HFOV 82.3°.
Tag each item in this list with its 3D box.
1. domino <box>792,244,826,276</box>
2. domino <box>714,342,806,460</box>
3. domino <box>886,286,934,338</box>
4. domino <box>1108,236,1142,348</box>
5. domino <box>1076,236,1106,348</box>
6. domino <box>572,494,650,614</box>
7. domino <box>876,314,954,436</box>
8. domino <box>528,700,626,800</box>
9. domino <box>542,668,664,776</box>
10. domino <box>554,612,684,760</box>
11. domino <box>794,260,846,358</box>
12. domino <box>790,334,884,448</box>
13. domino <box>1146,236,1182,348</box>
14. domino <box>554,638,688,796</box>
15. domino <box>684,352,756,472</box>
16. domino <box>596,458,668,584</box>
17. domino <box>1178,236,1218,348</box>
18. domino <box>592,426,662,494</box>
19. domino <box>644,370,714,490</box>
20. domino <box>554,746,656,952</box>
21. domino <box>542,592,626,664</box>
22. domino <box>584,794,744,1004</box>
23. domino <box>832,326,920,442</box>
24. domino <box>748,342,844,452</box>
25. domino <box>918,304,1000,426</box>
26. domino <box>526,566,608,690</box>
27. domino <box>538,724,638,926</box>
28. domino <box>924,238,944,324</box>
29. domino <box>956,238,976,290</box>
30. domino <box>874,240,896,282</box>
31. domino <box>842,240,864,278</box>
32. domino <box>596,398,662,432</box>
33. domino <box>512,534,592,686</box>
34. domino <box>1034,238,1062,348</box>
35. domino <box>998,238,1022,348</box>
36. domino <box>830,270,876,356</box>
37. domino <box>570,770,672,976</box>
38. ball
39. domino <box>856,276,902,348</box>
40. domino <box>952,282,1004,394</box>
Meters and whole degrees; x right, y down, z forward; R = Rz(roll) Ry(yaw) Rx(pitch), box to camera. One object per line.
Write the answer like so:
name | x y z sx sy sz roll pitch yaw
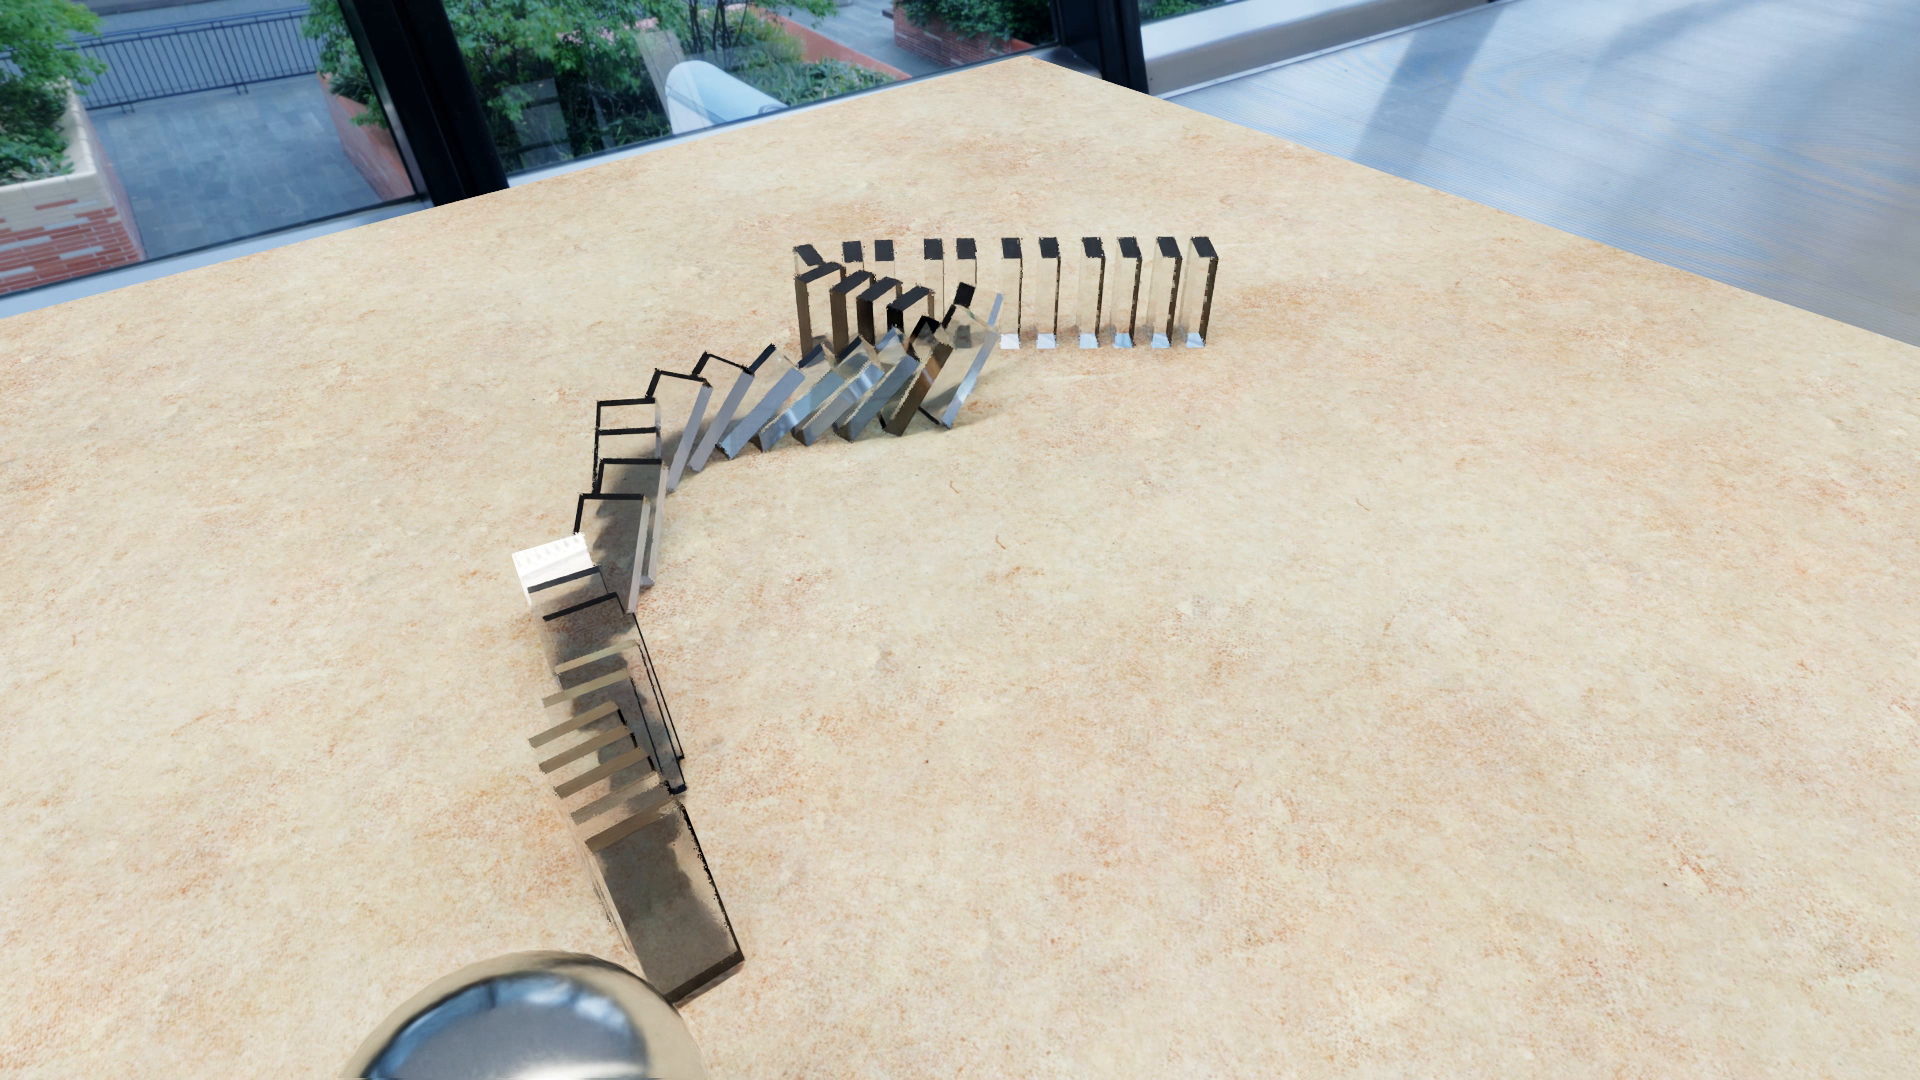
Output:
domino | -0.075 -0.122 0.560 0.010 0.050 0.025 -16 42 -18
domino | -0.094 -0.063 0.498 0.050 0.010 0.025 -46 47 5
domino | -0.023 -0.093 0.525 0.009 0.050 0.025 23 44 25
domino | 0.085 -0.127 0.567 0.009 0.050 0.025 0 39 0
domino | 0.067 -0.127 0.567 0.009 0.050 0.025 0 39 0
domino | -0.134 0.007 0.418 0.025 0.009 0.050 1 66 1
domino | -0.022 -0.075 0.505 0.009 0.050 0.025 17 30 -31
domino | -0.103 0.075 0.320 0.025 0.050 0.010 -25 20 -27
domino | -0.105 0.067 0.331 0.025 0.050 0.009 -20 17 -22
domino | -0.109 0.051 0.353 0.025 0.050 0.009 -20 5 -22
domino | -0.067 -0.110 0.546 0.009 0.050 0.025 31 48 32
domino | -0.058 -0.068 0.502 0.050 0.009 0.025 -41 39 16
domino | 0.105 -0.128 0.567 0.010 0.050 0.025 0 39 -1
domino | -0.105 0.059 0.341 0.025 0.050 0.010 -20 15 -22
domino | -0.116 -0.058 0.493 0.025 0.009 0.050 23 79 26
domino | -0.132 -0.008 0.435 0.025 0.010 0.050 0 68 1
domino | 0.122 -0.128 0.567 0.010 0.050 0.025 -1 39 -2
domino | -0.137 -0.021 0.451 0.025 0.009 0.050 -3 69 -3
domino | -0.129 -0.049 0.482 0.025 0.010 0.050 12 74 17
domino | -0.091 0.086 0.307 0.025 0.050 0.010 -25 20 -27
domino | -0.119 0.045 0.369 0.025 0.010 0.050 -21 74 -22
domino | -0.078 0.097 0.294 0.025 0.050 0.010 -25 20 -27
domino | -0.040 -0.071 0.504 0.009 0.050 0.025 30 24 -35
domino | -0.076 -0.065 0.500 0.050 0.010 0.025 -39 41 12
domino | -0.004 -0.080 0.508 0.025 0.050 0.009 41 23 25
domino | -0.130 0.036 0.383 0.025 0.010 0.050 -19 70 -21
domino | -0.098 0.081 0.313 0.025 0.050 0.010 -25 20 -27
domino | -0.013 -0.126 0.565 0.010 0.050 0.025 -2 39 -2
domino | 0.003 -0.127 0.566 0.009 0.050 0.025 -1 39 -1
domino | -0.038 -0.125 0.564 0.009 0.050 0.025 -3 39 -4
domino | -0.053 -0.124 0.563 0.009 0.050 0.025 -5 40 -6
domino | -0.141 -0.035 0.467 0.025 0.009 0.050 -4 70 -1
domino | -0.141 0.025 0.397 0.025 0.010 0.050 -19 69 -21
domino | 0.045 -0.127 0.567 0.009 0.050 0.025 -1 39 -1
domino | 0.026 -0.127 0.566 0.009 0.050 0.025 -1 39 -1
domino | -0.051 -0.103 0.538 0.009 0.050 0.025 21 44 23
domino | -0.085 0.091 0.301 0.025 0.050 0.009 -25 20 -27
ball | -0.092 0.128 0.231 0.080 0.080 0.080 0 39 0
domino | -0.038 -0.099 0.532 0.010 0.050 0.025 20 44 23
domino | 0.003 -0.096 0.524 0.009 0.050 0.025 28 17 30
